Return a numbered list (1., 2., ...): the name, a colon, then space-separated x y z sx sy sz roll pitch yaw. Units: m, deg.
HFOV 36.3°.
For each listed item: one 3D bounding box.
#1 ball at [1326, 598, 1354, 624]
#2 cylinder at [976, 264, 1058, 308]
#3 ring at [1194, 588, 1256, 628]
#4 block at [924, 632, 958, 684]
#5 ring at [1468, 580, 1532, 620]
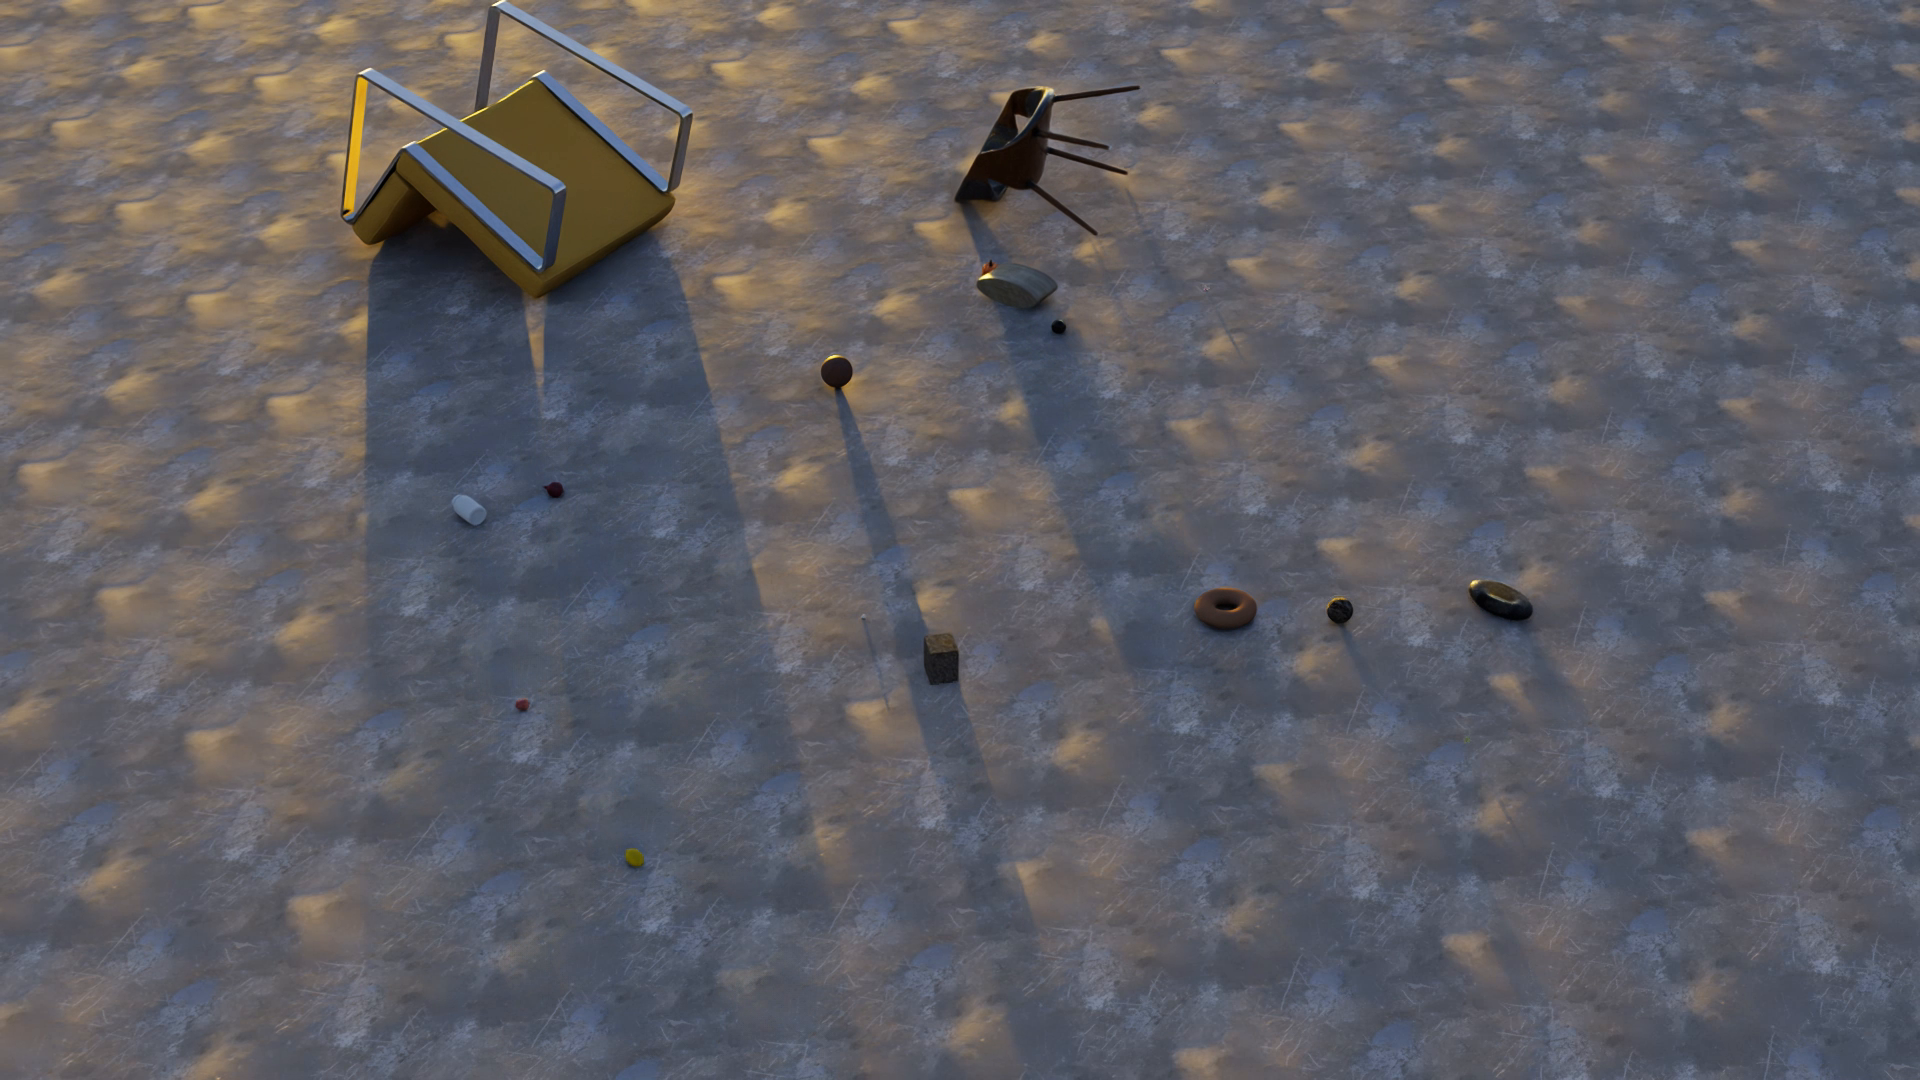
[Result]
1. ball: 1.358 0.251 10.478 0.093 0.093 0.093 0 33 0
2. cylinder: 0.243 -1.083 12.485 0.308 0.114 0.163 20 38 30
3. ring: 0.953 0.244 10.521 0.222 0.060 0.230 25 40 34
4. block: -0.065 0.413 10.198 0.099 0.132 0.109 -7 34 -11
5. ring: 1.948 0.215 10.563 0.144 0.062 0.270 -28 42 -34
